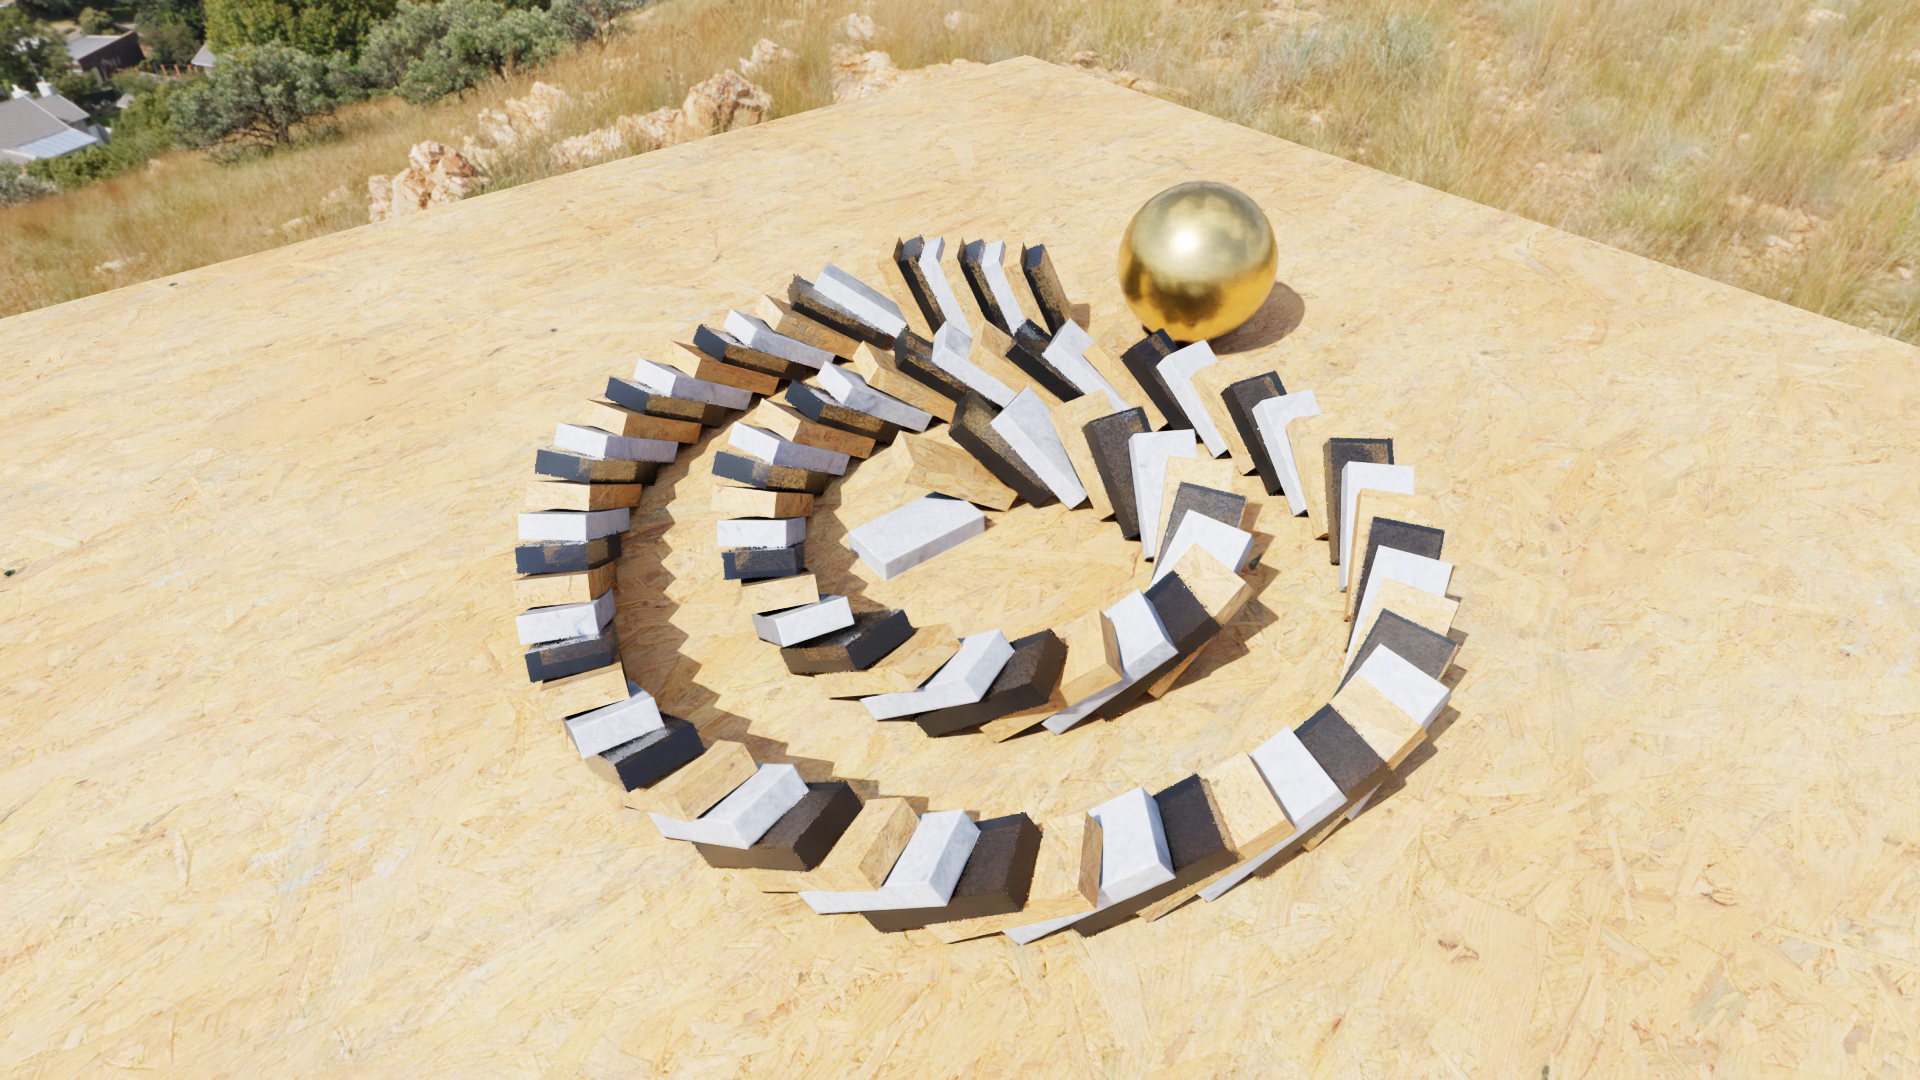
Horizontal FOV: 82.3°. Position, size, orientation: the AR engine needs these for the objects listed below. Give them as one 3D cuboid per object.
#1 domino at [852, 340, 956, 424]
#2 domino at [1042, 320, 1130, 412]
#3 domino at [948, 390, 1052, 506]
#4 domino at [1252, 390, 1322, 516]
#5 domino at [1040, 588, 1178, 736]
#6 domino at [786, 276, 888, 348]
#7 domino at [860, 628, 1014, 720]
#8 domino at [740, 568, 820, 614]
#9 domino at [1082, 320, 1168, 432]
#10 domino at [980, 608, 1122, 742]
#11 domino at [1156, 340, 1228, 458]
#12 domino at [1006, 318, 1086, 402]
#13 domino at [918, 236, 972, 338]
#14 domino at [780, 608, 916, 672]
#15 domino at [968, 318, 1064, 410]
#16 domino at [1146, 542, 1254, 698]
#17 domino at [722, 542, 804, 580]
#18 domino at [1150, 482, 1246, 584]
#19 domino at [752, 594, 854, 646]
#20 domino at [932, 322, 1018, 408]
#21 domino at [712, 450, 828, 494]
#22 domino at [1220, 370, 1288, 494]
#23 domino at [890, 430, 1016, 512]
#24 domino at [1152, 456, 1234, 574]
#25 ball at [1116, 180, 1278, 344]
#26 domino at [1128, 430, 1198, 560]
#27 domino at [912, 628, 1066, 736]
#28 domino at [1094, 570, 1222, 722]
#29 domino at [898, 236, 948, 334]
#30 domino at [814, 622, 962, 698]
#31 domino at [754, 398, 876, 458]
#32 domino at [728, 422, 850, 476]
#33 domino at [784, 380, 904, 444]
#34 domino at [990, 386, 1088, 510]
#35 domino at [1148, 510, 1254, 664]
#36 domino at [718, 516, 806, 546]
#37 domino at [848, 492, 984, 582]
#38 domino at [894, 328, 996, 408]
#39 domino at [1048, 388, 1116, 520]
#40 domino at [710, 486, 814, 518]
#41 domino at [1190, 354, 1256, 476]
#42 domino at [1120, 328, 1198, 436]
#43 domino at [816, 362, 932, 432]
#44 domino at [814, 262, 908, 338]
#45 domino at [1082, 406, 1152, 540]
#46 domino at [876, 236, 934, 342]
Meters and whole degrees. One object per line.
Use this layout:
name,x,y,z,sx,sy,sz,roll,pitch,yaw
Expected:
domino,-0.024,-0.073,0.510,0.050,0.010,0.025,21,25,-36
domino,0.064,-0.079,0.519,0.050,0.010,0.025,40,43,-8
domino,0.018,-0.038,0.466,0.050,0.010,0.025,38,34,-18
domino,0.146,-0.037,0.468,0.025,0.009,0.050,-14,76,-16
domino,0.046,0.041,0.371,0.050,0.009,0.025,-37,39,15
domino,-0.063,-0.116,0.563,0.050,0.010,0.025,22,25,-27
domino,-0.008,0.045,0.366,0.050,0.009,0.025,-18,23,43
domino,-0.066,0.018,0.399,0.025,0.010,0.050,-10,3,-11
domino,0.083,-0.077,0.515,0.050,0.009,0.025,47,49,-2
domino,0.029,0.045,0.365,0.050,0.009,0.025,-31,33,23
domino,0.114,-0.065,0.501,0.025,0.010,0.050,-26,82,-29
domino,0.046,-0.081,0.521,0.050,0.009,0.025,36,40,-12
domino,-0.005,-0.129,0.569,0.010,0.050,0.025,-16,35,20
domino,-0.040,0.035,0.378,0.025,0.010,0.050,-32,12,-33
domino,0.028,-0.081,0.521,0.050,0.010,0.025,32,36,-18
domino,0.076,0.028,0.386,0.050,0.009,0.025,-49,50,4
domino,-0.073,0.007,0.412,0.025,0.009,0.050,-4,3,-4
domino,0.089,0.005,0.414,0.025,0.009,0.050,15,80,18
domino,-0.056,0.027,0.387,0.025,0.010,0.050,-17,5,-19
domino,0.010,-0.081,0.520,0.050,0.010,0.025,30,34,-21
domino,-0.078,-0.027,0.455,0.025,0.009,0.050,16,5,19
domino,0.136,-0.047,0.480,0.025,0.009,0.050,-18,78,-21
domino,-0.003,-0.029,0.461,0.050,0.010,0.025,14,32,-29
domino,0.090,-0.006,0.428,0.025,0.009,0.050,8,79,9
ball,0.120,-0.141,0.560,0.080,0.080,0.080,0,39,0
domino,0.084,-0.018,0.442,0.025,0.009,0.050,-5,80,-6
domino,0.010,0.047,0.363,0.050,0.009,0.025,-23,26,36
domino,0.062,0.036,0.377,0.050,0.010,0.025,-42,43,10
domino,-0.015,-0.129,0.569,0.010,0.050,0.025,-16,35,20
domino,-0.025,0.041,0.371,0.050,0.010,0.025,-14,20,50
domino,-0.063,-0.048,0.480,0.025,0.010,0.050,31,12,32
domino,-0.072,-0.039,0.468,0.025,0.010,0.050,24,9,28
domino,-0.051,-0.057,0.491,0.025,0.009,0.050,37,16,36
domino,0.038,-0.040,0.468,0.050,0.009,0.025,47,44,-6
domino,0.084,0.017,0.400,0.025,0.009,0.050,25,84,27
domino,-0.076,-0.004,0.426,0.025,0.009,0.050,0,3,0
domino,-0.017,-0.003,0.447,0.050,0.009,0.025,-27,46,-29
domino,-0.007,-0.079,0.517,0.050,0.010,0.025,27,30,-26
domino,0.060,-0.036,0.464,0.025,0.010,0.050,-24,85,-28
domino,-0.078,-0.015,0.440,0.025,0.009,0.050,7,3,8
domino,0.126,-0.056,0.491,0.025,0.009,0.050,-22,79,-25
domino,0.099,-0.072,0.509,0.025,0.009,0.050,-34,86,-35
domino,-0.039,-0.065,0.501,0.050,0.009,0.025,14,23,-45
domino,-0.051,-0.125,0.573,0.050,0.009,0.025,30,23,-12
domino,0.072,-0.028,0.454,0.025,0.010,0.050,-18,83,-20
domino,-0.026,-0.128,0.569,0.010,0.050,0.025,-17,35,19
